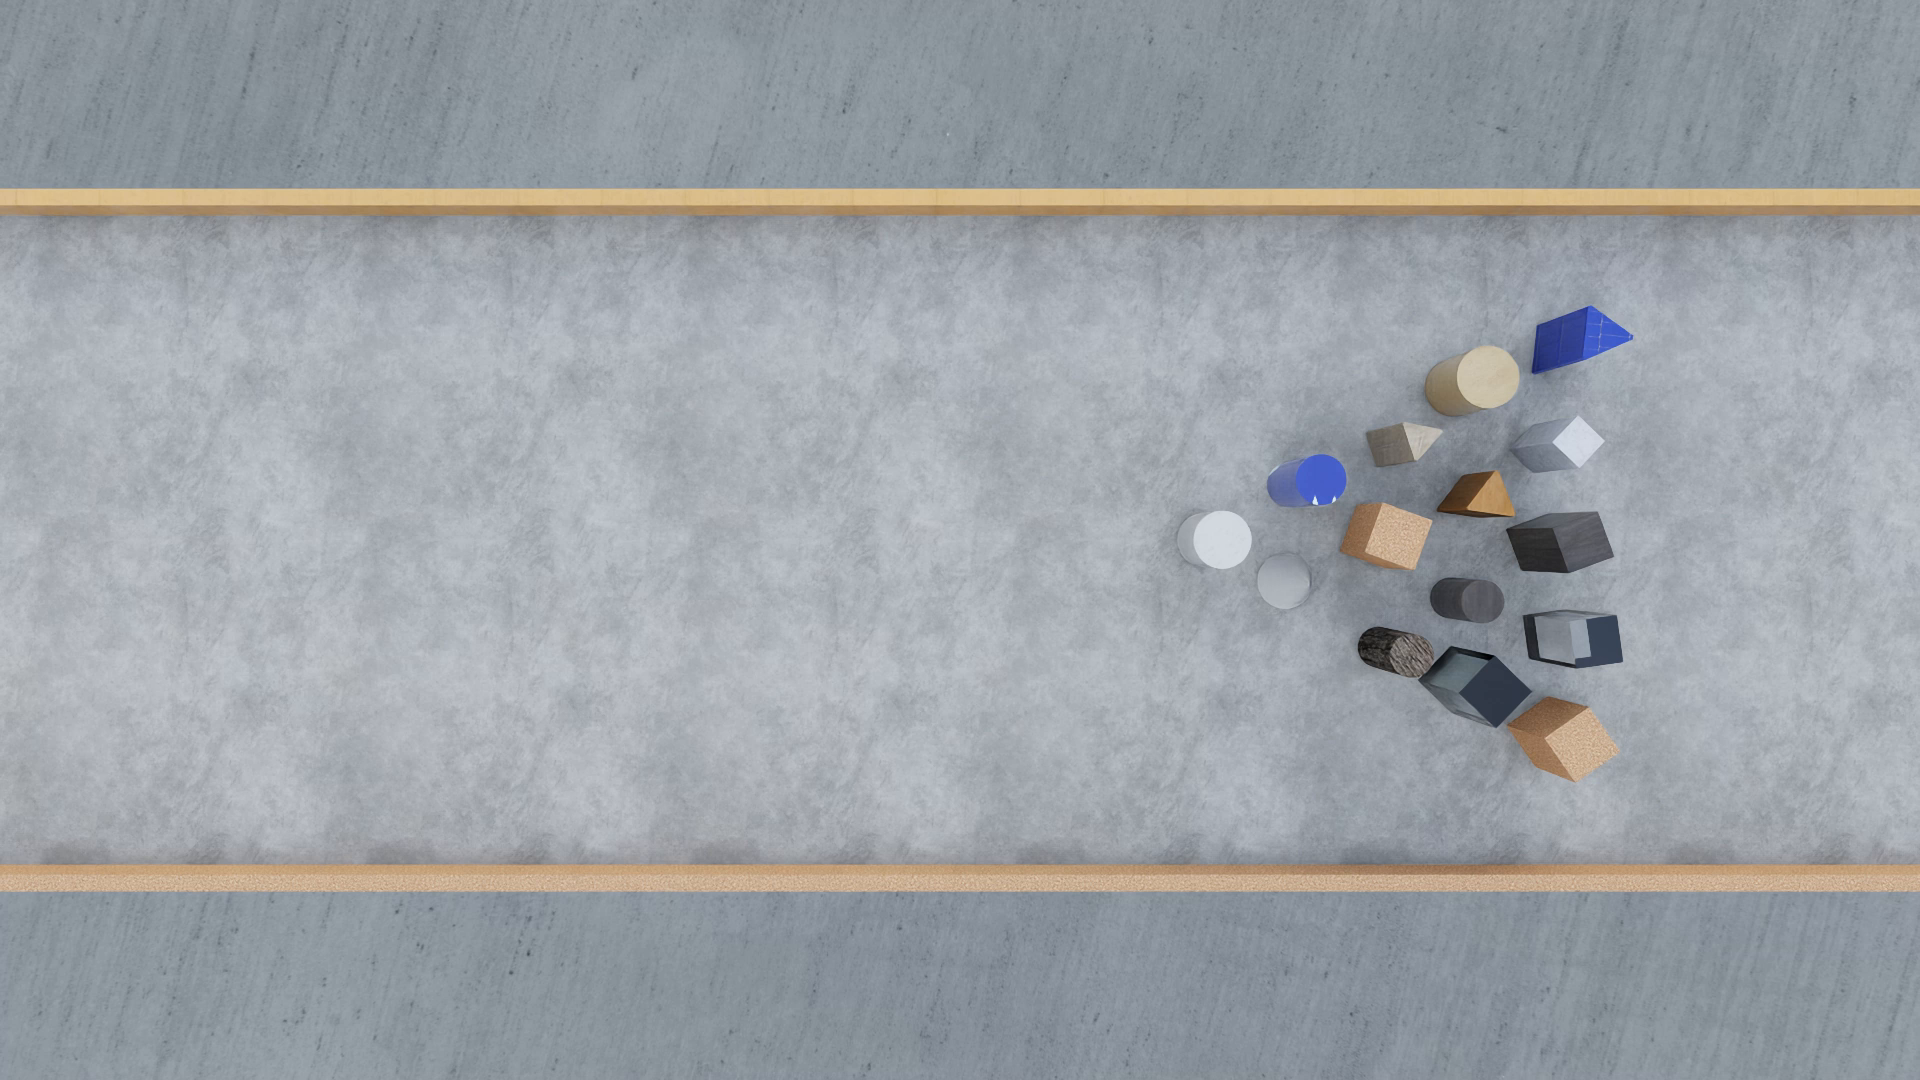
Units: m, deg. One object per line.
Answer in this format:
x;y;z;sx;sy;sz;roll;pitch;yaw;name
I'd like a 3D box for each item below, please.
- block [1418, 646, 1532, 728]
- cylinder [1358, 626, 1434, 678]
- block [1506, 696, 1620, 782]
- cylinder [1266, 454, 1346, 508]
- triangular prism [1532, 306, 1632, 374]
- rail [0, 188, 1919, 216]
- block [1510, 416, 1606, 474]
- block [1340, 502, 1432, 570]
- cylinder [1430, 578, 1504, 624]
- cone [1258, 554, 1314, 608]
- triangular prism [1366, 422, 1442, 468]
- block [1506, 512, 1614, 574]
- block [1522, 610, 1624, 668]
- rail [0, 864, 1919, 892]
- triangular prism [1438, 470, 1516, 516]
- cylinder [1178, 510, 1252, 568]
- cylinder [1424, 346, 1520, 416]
1.512;0.430;4.867;0.147;0.419;0.147;44;90;0;block
1.287;0.330;4.886;0.126;0.380;0.126;0;90;0;cylinder
1.790;0.590;4.910;0.157;0.333;0.157;-35;90;0;block
1.016;-0.170;4.857;0.143;0.439;0.143;0;90;0;cylinder
1.806;-0.602;4.869;0.153;0.415;0.133;-24;90;0;triangular prism
-2.247;-1.025;5.002;12.000;0.150;0.050;0;90;0;rail
1.764;-0.280;4.889;0.106;0.375;0.106;44;90;0;block
1.266;-0.011;4.918;0.153;0.318;0.153;20;90;0;block
1.510;0.178;4.920;0.126;0.312;0.126;0;90;0;cylinder
1.001;0.126;4.900;0.172;0.353;0.172;0;90;0;cone
1.287;-0.298;4.863;0.098;0.427;0.113;41;90;0;triangular prism
1.768;0.007;4.877;0.137;0.400;0.137;-20;90;0;block
1.808;0.289;4.881;0.136;0.391;0.136;-8;90;0;block
-2.247;1.025;5.001;12.000;0.150;0.050;0;90;0;rail
1.545;-0.141;4.923;0.140;0.308;0.122;8;90;0;triangular prism
0.752;-0.001;4.899;0.167;0.355;0.167;0;90;0;cylinder
1.520;-0.469;4.912;0.180;0.329;0.180;0;90;0;cylinder
